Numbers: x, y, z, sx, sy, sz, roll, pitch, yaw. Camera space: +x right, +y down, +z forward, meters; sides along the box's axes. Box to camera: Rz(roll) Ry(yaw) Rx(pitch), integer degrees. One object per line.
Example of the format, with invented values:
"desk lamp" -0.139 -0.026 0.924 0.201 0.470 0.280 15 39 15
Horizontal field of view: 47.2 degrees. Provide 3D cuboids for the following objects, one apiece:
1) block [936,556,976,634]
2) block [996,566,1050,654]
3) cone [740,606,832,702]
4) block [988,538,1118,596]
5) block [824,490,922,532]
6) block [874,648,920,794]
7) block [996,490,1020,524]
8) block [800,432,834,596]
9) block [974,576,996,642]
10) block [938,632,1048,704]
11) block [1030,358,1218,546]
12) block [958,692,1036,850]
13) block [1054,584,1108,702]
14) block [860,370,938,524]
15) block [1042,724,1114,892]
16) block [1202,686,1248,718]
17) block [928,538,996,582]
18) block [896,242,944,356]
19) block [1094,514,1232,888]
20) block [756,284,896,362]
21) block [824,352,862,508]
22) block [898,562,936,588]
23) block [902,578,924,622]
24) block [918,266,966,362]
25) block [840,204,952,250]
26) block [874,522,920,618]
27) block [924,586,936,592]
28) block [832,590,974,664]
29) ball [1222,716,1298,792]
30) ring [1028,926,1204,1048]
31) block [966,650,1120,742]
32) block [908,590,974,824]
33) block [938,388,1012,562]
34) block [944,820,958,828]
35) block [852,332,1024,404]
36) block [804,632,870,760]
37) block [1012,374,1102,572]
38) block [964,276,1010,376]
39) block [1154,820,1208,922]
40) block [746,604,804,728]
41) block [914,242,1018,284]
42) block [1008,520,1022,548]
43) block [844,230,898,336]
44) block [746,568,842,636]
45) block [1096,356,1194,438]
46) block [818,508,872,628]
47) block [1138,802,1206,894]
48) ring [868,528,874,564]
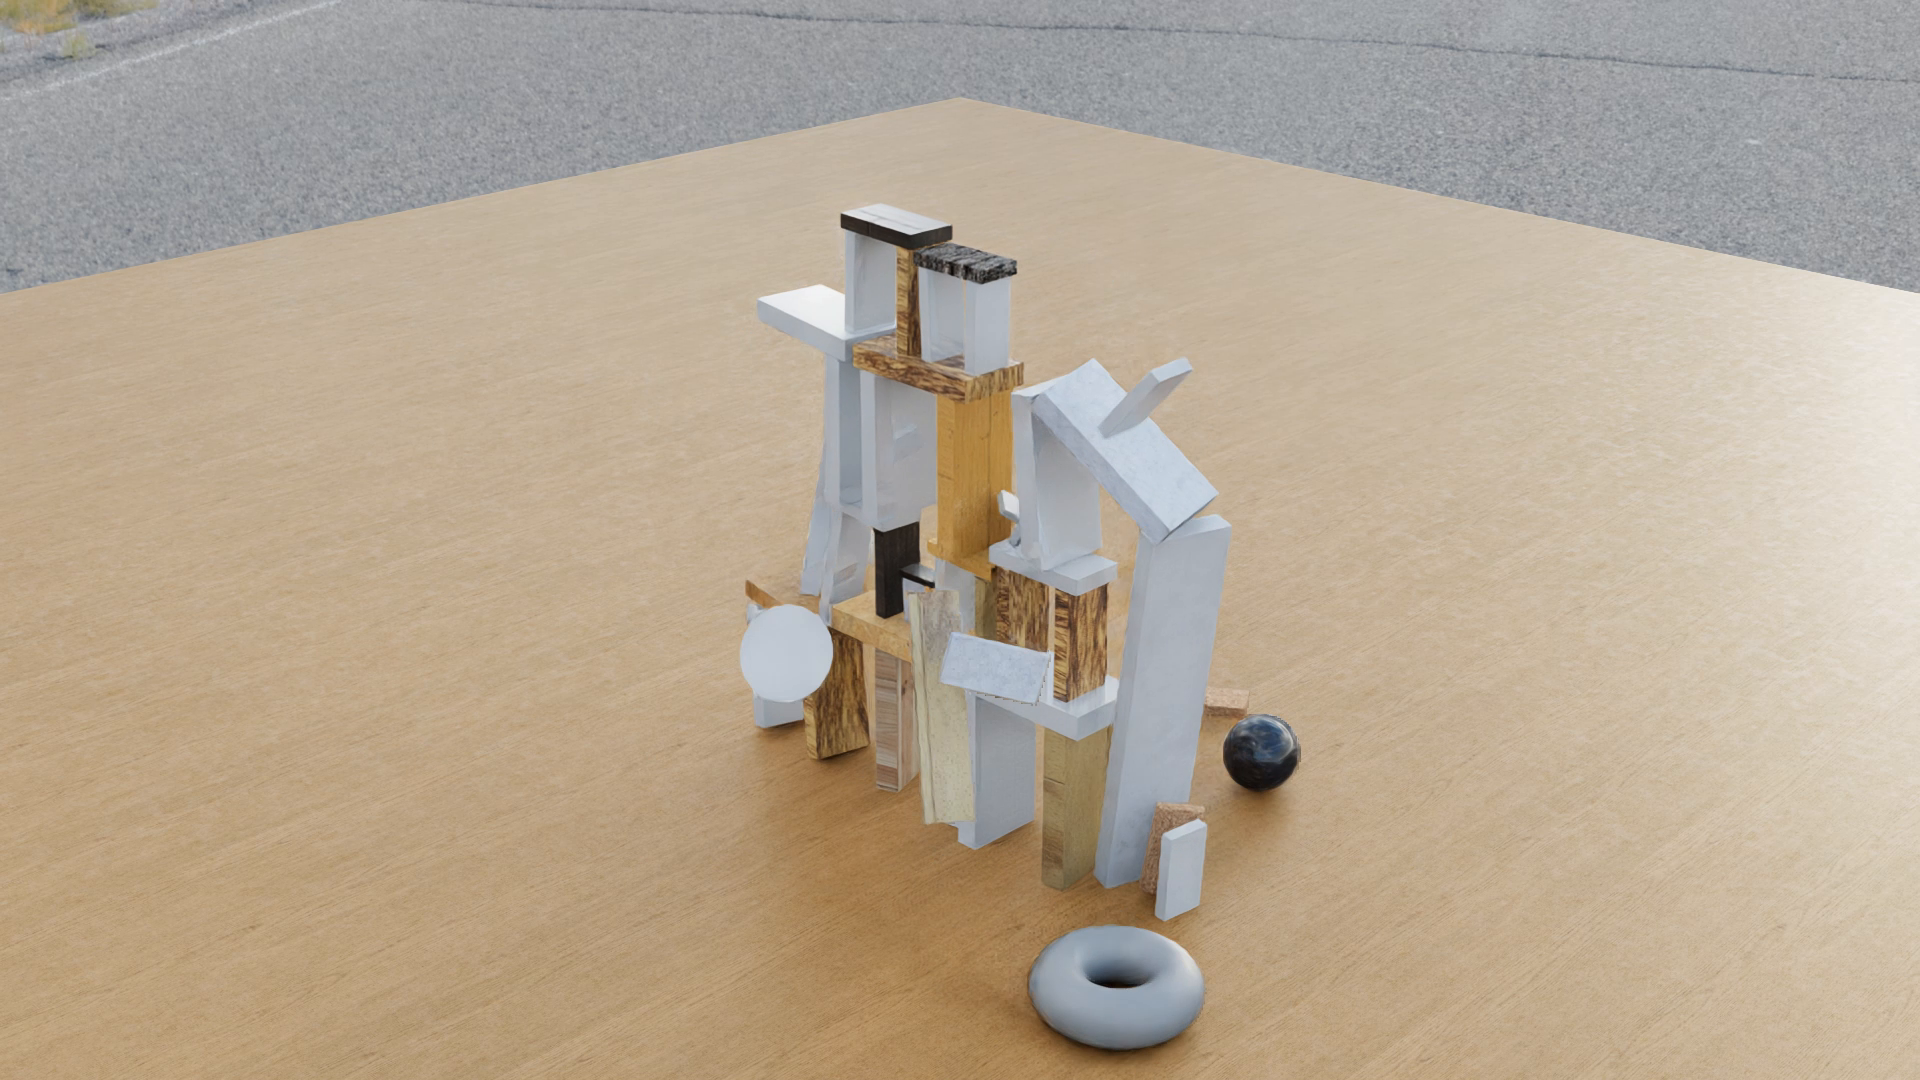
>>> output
"block" -0.007 0.102 4.293 0.025 0.178 0.089 22 32 39
"block" 0.118 0.138 4.157 0.031 0.222 0.111 21 31 41
"cone" -0.326 0.243 4.500 0.196 0.196 0.196 6 -8 14
"block" 0.171 0.041 4.060 0.222 0.031 0.111 21 31 41
"block" -0.176 -0.070 4.396 0.097 0.028 0.194 -19 30 -36
"block" -0.114 0.332 4.543 0.048 0.339 0.170 11 25 23
"block" 0.126 -0.048 4.168 0.120 0.017 0.060 25 32 -25
"block" -0.266 -0.187 4.606 0.044 0.616 0.155 9 28 -5
"block" 0.068 0.139 4.210 0.089 0.177 0.025 -22 32 -40
"block" 0.060 0.228 3.928 0.179 0.090 0.025 14 11 -13
"block" 0.290 -0.157 3.862 0.329 0.047 0.164 48 45 7
"block" 0.073 0.423 4.327 0.170 0.340 0.048 -21 31 -41
"block" 0.224 0.178 4.061 0.031 0.222 0.111 21 31 41
"block" -0.118 -0.198 4.274 0.153 0.306 0.043 -19 30 -37
"block" 0.226 0.481 4.192 0.048 0.340 0.170 16 28 33
"block" 0.546 0.357 4.886 0.180 0.026 0.090 5 23 11
"block" 0.030 0.027 4.211 0.089 0.025 0.177 -20 31 -38
"block" -0.071 -0.457 4.111 0.102 0.209 0.029 -22 33 -40
"block" 0.368 0.309 4.052 0.164 0.765 0.047 -11 34 -26
"block" -0.252 -0.432 4.352 0.155 0.044 0.310 -17 30 -33
"block" -0.191 -0.233 4.347 0.155 0.311 0.044 -19 31 -38
"block" -0.071 0.070 4.342 0.094 0.013 0.047 20 30 39
"block" -0.091 0.111 4.384 0.047 0.094 0.013 -22 28 -40
"block" -0.032 -0.427 4.077 0.090 0.179 0.025 -19 28 -37
"block" -0.120 -0.586 4.109 0.102 0.029 0.203 -20 31 -38
"block" -0.125 0.051 4.398 0.097 0.194 0.028 -21 30 -40
"block" -0.047 0.129 4.342 0.047 0.094 0.013 -21 29 -40
"block" -0.081 0.179 4.406 0.170 0.048 0.339 -21 30 -40
"ball" 0.619 0.439 4.527 0.156 0.156 0.156 0 23 0
"ring" 0.271 0.772 3.813 0.303 0.101 0.303 1 22 0
"block" 0.154 0.276 4.178 0.340 0.048 0.170 21 31 41
"block" -0.034 0.301 3.989 0.090 0.417 0.025 -4 2 -8
"block" 0.029 -0.134 4.145 0.153 0.324 0.043 -21 32 -39
"block" 0.029 0.388 4.408 0.048 0.339 0.170 13 26 37
"block" -0.042 -0.330 4.136 0.153 0.043 0.306 -21 31 -40
"block" -0.266 0.319 4.659 0.133 0.266 0.038 -13 16 -33
"block" 0.177 -0.123 3.982 0.164 0.329 0.047 -21 25 -40
"block" 0.050 -0.394 4.000 0.025 0.179 0.090 23 33 40
"block" 0.410 0.613 4.083 0.090 0.180 0.025 -17 32 -34
"block" -0.388 0.264 4.780 0.133 0.266 0.038 -10 12 -36
"block" 0.009 -0.504 3.996 0.090 0.025 0.179 -21 31 -39
"block" 0.132 -0.039 4.055 0.060 0.120 0.017 -33 70 -35
"block" -0.171 -0.502 4.208 0.102 0.203 0.029 -18 33 -34
"block" -0.330 0.134 4.694 0.133 0.038 0.266 -13 28 -34
"block" 0.316 -0.243 3.767 0.090 0.179 0.025 -23 74 -40
"block" -0.233 0.043 4.518 0.028 0.278 0.097 31 36 32
"block" 0.400 0.582 4.142 0.090 0.180 0.025 5 21 -11
"ring" -0.226 -0.044 5.386 0.070 0.210 0.210 -8 22 8
